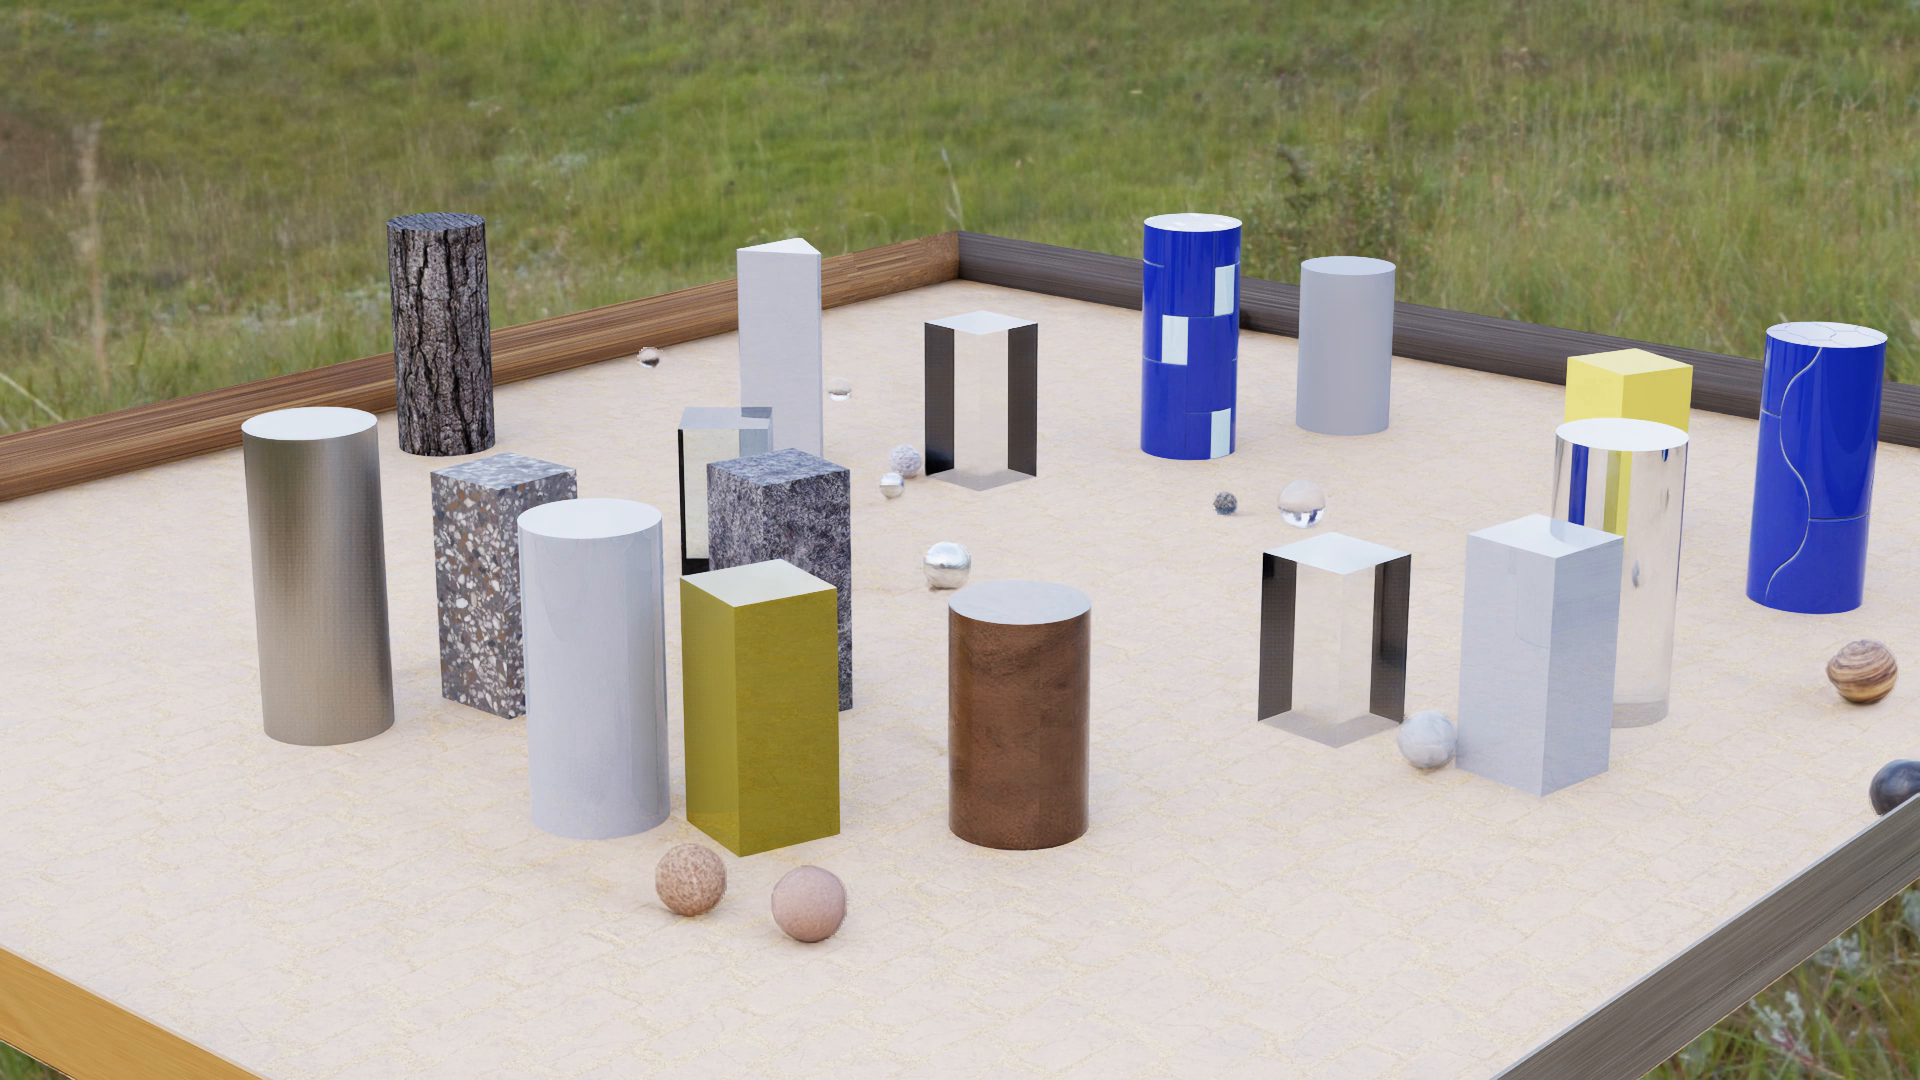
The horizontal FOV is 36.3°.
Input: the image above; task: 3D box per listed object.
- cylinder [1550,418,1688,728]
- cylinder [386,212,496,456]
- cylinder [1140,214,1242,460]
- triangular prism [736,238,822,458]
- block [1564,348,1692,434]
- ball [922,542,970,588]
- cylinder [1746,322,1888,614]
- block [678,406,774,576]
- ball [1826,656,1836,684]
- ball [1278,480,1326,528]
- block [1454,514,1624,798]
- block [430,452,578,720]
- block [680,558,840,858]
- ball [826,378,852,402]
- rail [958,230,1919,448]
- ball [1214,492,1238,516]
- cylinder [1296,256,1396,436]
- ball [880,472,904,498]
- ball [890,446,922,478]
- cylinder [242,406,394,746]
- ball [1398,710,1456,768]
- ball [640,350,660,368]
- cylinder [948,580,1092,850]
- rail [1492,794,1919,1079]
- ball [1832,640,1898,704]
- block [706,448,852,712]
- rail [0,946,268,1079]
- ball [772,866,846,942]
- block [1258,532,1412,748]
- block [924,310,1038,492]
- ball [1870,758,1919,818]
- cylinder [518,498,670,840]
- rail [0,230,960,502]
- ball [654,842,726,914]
[{"bbox_3d":[1.008,0.050,4.525,0.198,0.440,0.198,0,17,0],"label":"cylinder"},{"bbox_3d":[-1.069,-0.425,6.048,0.198,0.471,0.198,0,17,0],"label":"cylinder"},{"bbox_3d":[0.473,-0.418,6.021,0.198,0.474,0.198,0,17,0],"label":"cylinder"},{"bbox_3d":[-0.344,-0.382,5.954,0.172,0.442,0.149,4,17,13],"label":"triangular prism"},{"bbox_3d":[1.224,-0.163,5.405,0.159,0.340,0.159,-8,19,-26],"label":"block"},{"bbox_3d":[-0.024,0.044,5.163,0.084,0.084,0.084,0,17,0],"label":"ball"},{"bbox_3d":[1.475,-0.126,5.058,0.198,0.469,0.198,0,17,0],"label":"cylinder"},{"bbox_3d":[-0.419,-0.089,5.280,0.159,0.270,0.159,0,17,0],"label":"block"},{"bbox_3d":[1.408,0.207,4.674,0.053,0.053,0.053,0,17,0],"label":"ball"},{"bbox_3d":[0.644,-0.068,5.524,0.091,0.091,0.091,0,17,0],"label":"ball"},{"bbox_3d":[0.844,0.166,4.278,0.159,0.361,0.159,-14,22,-39],"label":"block"},{"bbox_3d":[-0.706,0.069,4.585,0.159,0.369,0.159,14,22,39],"label":"block"},{"bbox_3d":[-0.277,0.231,4.063,0.159,0.361,0.159,-10,20,-31],"label":"block"},{"bbox_3d":[-0.267,-0.332,6.464,0.053,0.053,0.053,0,17,0],"label":"ball"},{"bbox_3d":[1.331,-0.410,6.588,3.585,0.129,0.045,14,22,39],"label":"rail"},{"bbox_3d":[0.508,-0.070,5.608,0.045,0.045,0.045,0,17,0],"label":"ball"},{"bbox_3d":[0.818,-0.413,6.228,0.198,0.345,0.198,0,17,0],"label":"cylinder"},{"bbox_3d":[-0.133,-0.106,5.719,0.050,0.050,0.050,0,17,0],"label":"ball"},{"bbox_3d":[-0.108,-0.157,5.862,0.065,0.065,0.065,0,17,0],"label":"ball"},{"bbox_3d":[-0.971,0.054,4.447,0.198,0.477,0.198,0,17,0],"label":"cylinder"},{"bbox_3d":[0.689,0.294,4.327,0.086,0.086,0.086,0,17,0],"label":"ball"},{"bbox_3d":[-0.716,-0.418,6.764,0.044,0.044,0.044,0,17,0],"label":"ball"},{"bbox_3d":[0.082,0.242,4.082,0.198,0.328,0.198,0,17,0],"label":"cylinder"},{"bbox_3d":[1.336,0.367,4.010,0.045,0.129,4.109,14,22,39],"label":"rail"},{"bbox_3d":[1.418,0.207,4.596,0.099,0.099,0.099,0,17,0],"label":"ball"},{"bbox_3d":[-0.278,0.073,4.539,0.159,0.387,0.159,-12,21,-35],"label":"block"},{"bbox_3d":[-1.331,0.475,3.652,3.585,0.129,0.045,14,22,39],"label":"rail"},{"bbox_3d":[-0.193,0.464,3.746,0.096,0.096,0.096,0,17,0],"label":"ball"},{"bbox_3d":[0.571,0.151,4.479,0.159,0.274,0.159,-15,22,-40],"label":"block"},{"bbox_3d":[0.042,-0.278,5.832,0.159,0.315,0.159,-15,22,-41],"label":"block"},{"bbox_3d":[1.325,0.355,4.105,0.098,0.098,0.098,0,17,0],"label":"ball"},{"bbox_3d":[-0.510,0.179,4.103,0.198,0.437,0.198,0,17,0],"label":"cylinder"},{"bbox_3d":[-1.336,-0.302,6.230,0.045,0.129,4.109,14,22,39],"label":"rail"},{"bbox_3d":[-0.352,0.442,3.825,0.093,0.093,0.093,0,17,0],"label":"ball"}]
